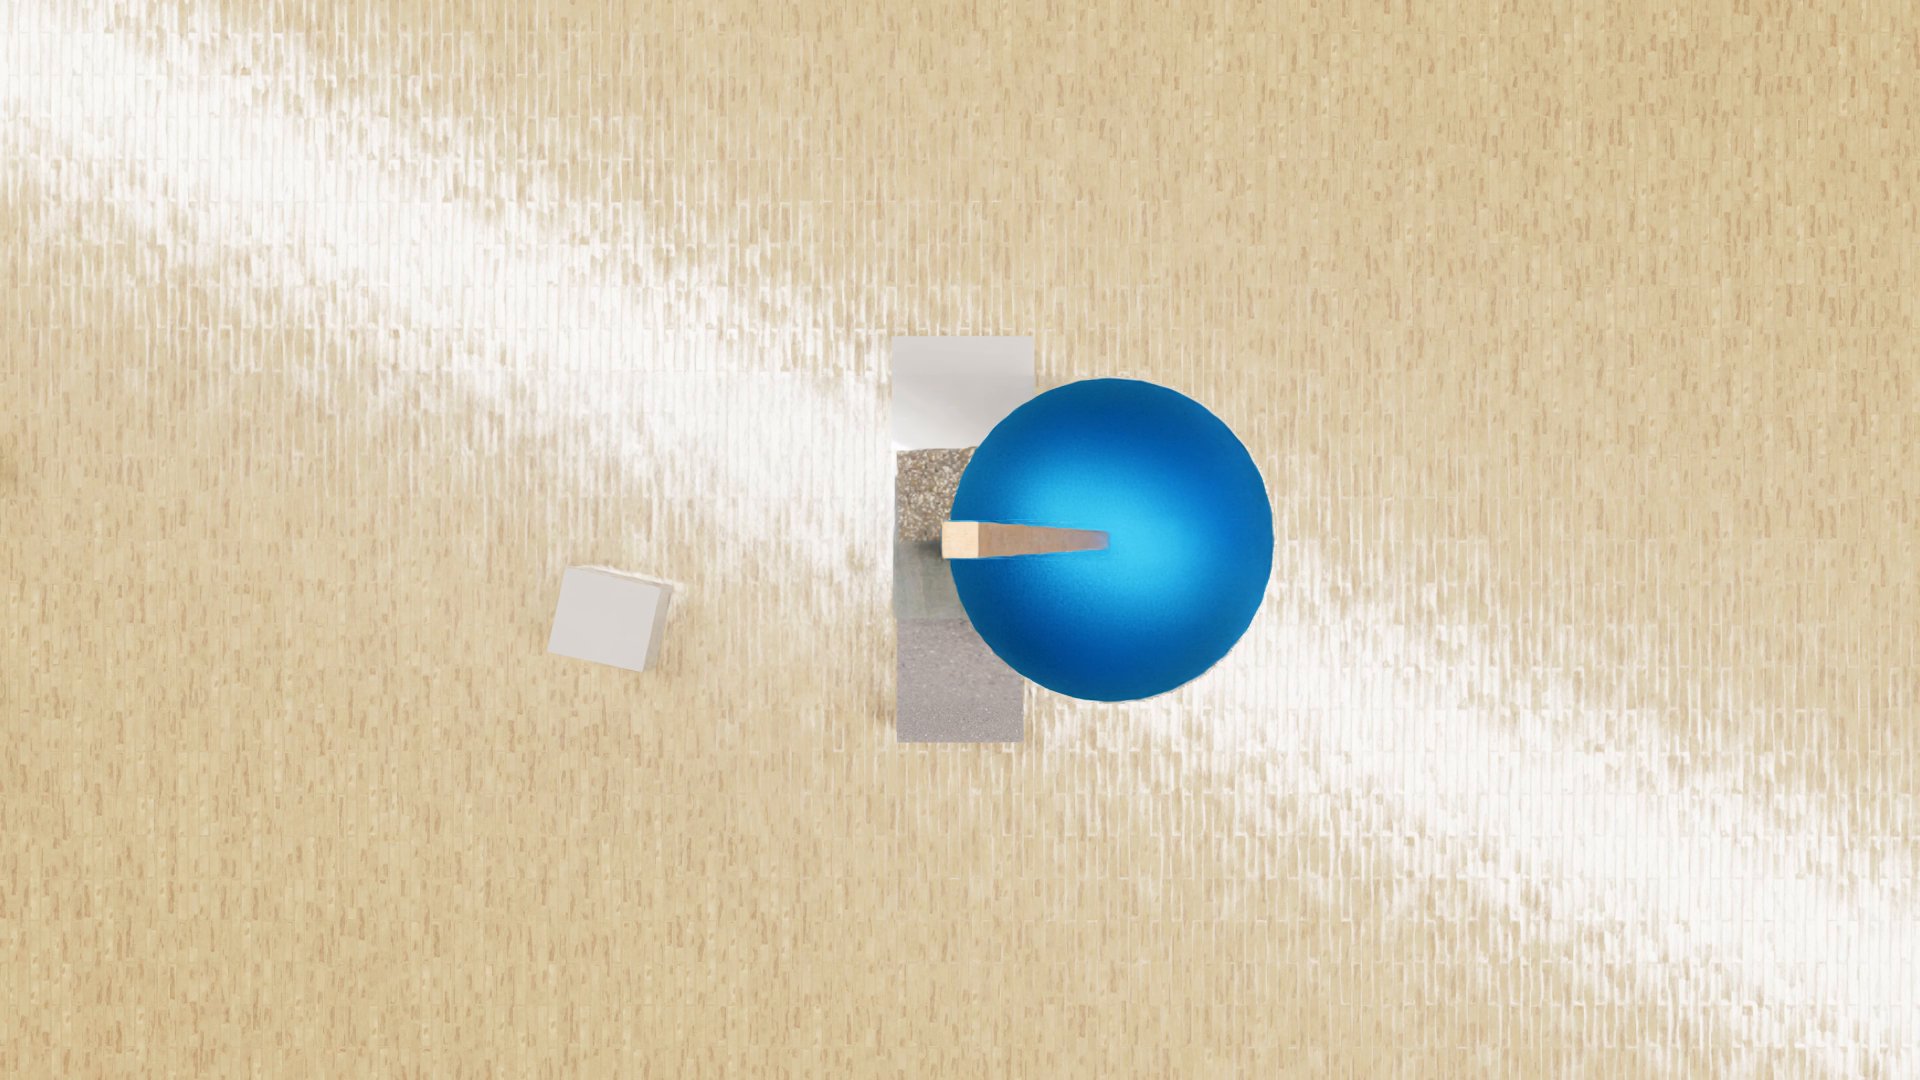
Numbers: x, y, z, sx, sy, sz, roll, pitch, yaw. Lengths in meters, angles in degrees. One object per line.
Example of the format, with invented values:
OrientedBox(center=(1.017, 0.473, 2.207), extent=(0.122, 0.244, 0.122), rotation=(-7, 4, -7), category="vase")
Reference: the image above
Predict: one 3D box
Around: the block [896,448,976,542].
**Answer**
OrientedBox(center=(-0.092, -0.246, 12.011), extent=(0.482, 0.507, 0.487), rotation=(-2, 90, 0), category="block")

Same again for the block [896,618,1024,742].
OrientedBox(center=(0.000, 0.792, 12.679), extent=(0.712, 0.642, 0.692), rotation=(0, 90, 0), category="block")

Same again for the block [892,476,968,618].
OrientedBox(center=(0.012, 0.044, 12.632), extent=(0.765, 0.736, 0.788), rotation=(0, 90, 0), category="block")

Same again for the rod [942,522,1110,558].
OrientedBox(center=(0.321, 0.000, 7.454), extent=(0.080, 5.200, 0.080), rotation=(0, 90, 7), category="rod")

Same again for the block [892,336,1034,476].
OrientedBox(center=(0.016, -0.750, 12.638), extent=(0.797, 0.724, 0.775), rotation=(0, 90, 0), category="block")

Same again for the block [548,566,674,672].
OrientedBox(center=(-2.016, 0.451, 12.725), extent=(0.551, 0.551, 0.490), rotation=(12, 90, 0), category="block")

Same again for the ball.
OrientedBox(center=(0.741, 0.000, 10.828), extent=(1.600, 1.600, 1.600), rotation=(0, 90, 0), category="ball")
